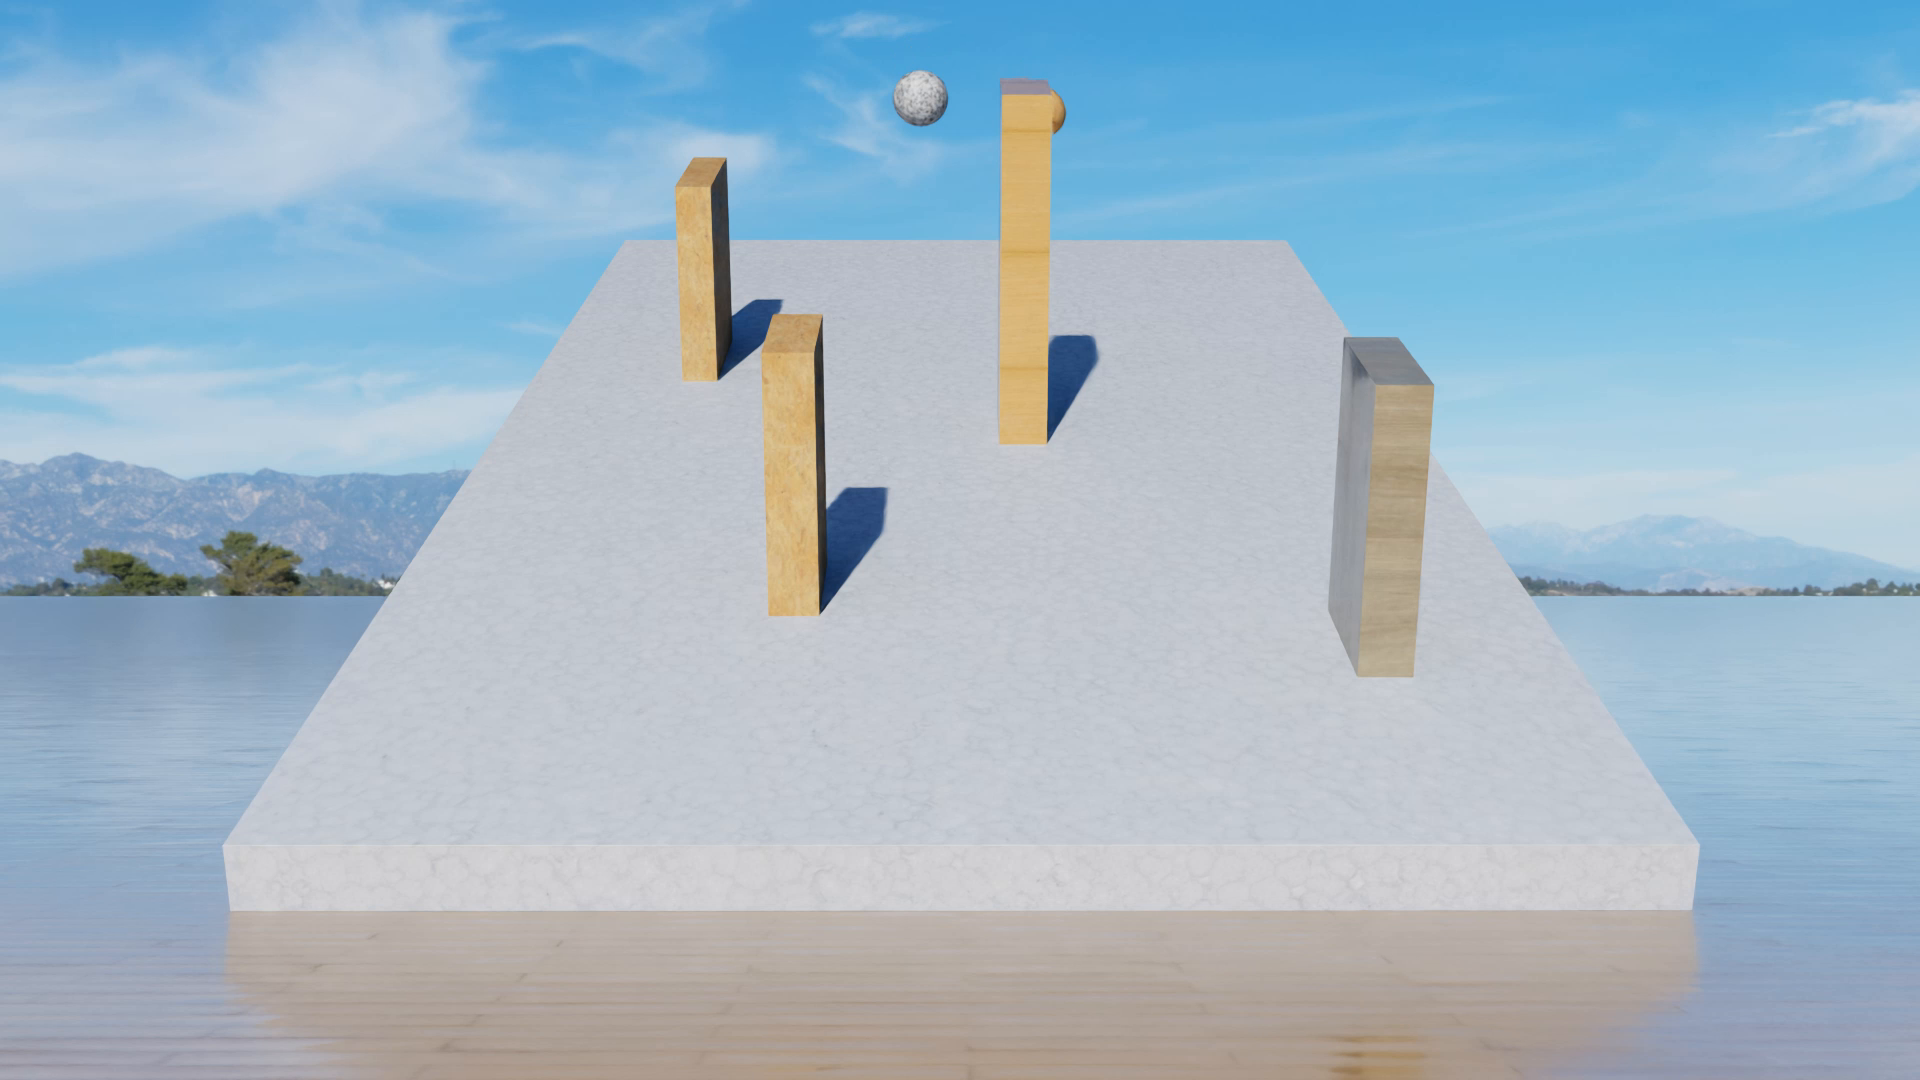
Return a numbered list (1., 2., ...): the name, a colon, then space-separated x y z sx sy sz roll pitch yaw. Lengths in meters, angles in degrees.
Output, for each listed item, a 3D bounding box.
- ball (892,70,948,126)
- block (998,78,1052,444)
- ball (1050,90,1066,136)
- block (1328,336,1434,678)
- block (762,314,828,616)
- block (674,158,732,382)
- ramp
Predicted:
1. ball: -0.113 -1.273 6.504 0.160 0.160 0.160 0 -1 0
2. block: 0.135 -0.593 4.810 0.101 0.740 0.242 0 19 0
3. ball: 0.235 -1.246 6.580 0.149 0.149 0.149 0 -1 0
4. block: 0.680 -0.058 3.671 0.090 0.484 0.300 0 19 0
5. block: -0.284 -0.133 3.911 0.087 0.464 0.269 0 19 0
6. block: -0.611 -0.654 5.406 0.081 0.459 0.397 0 19 0
7. ramp: -0.004 -0.200 4.958 2.000 0.100 4.000 0 19 0
